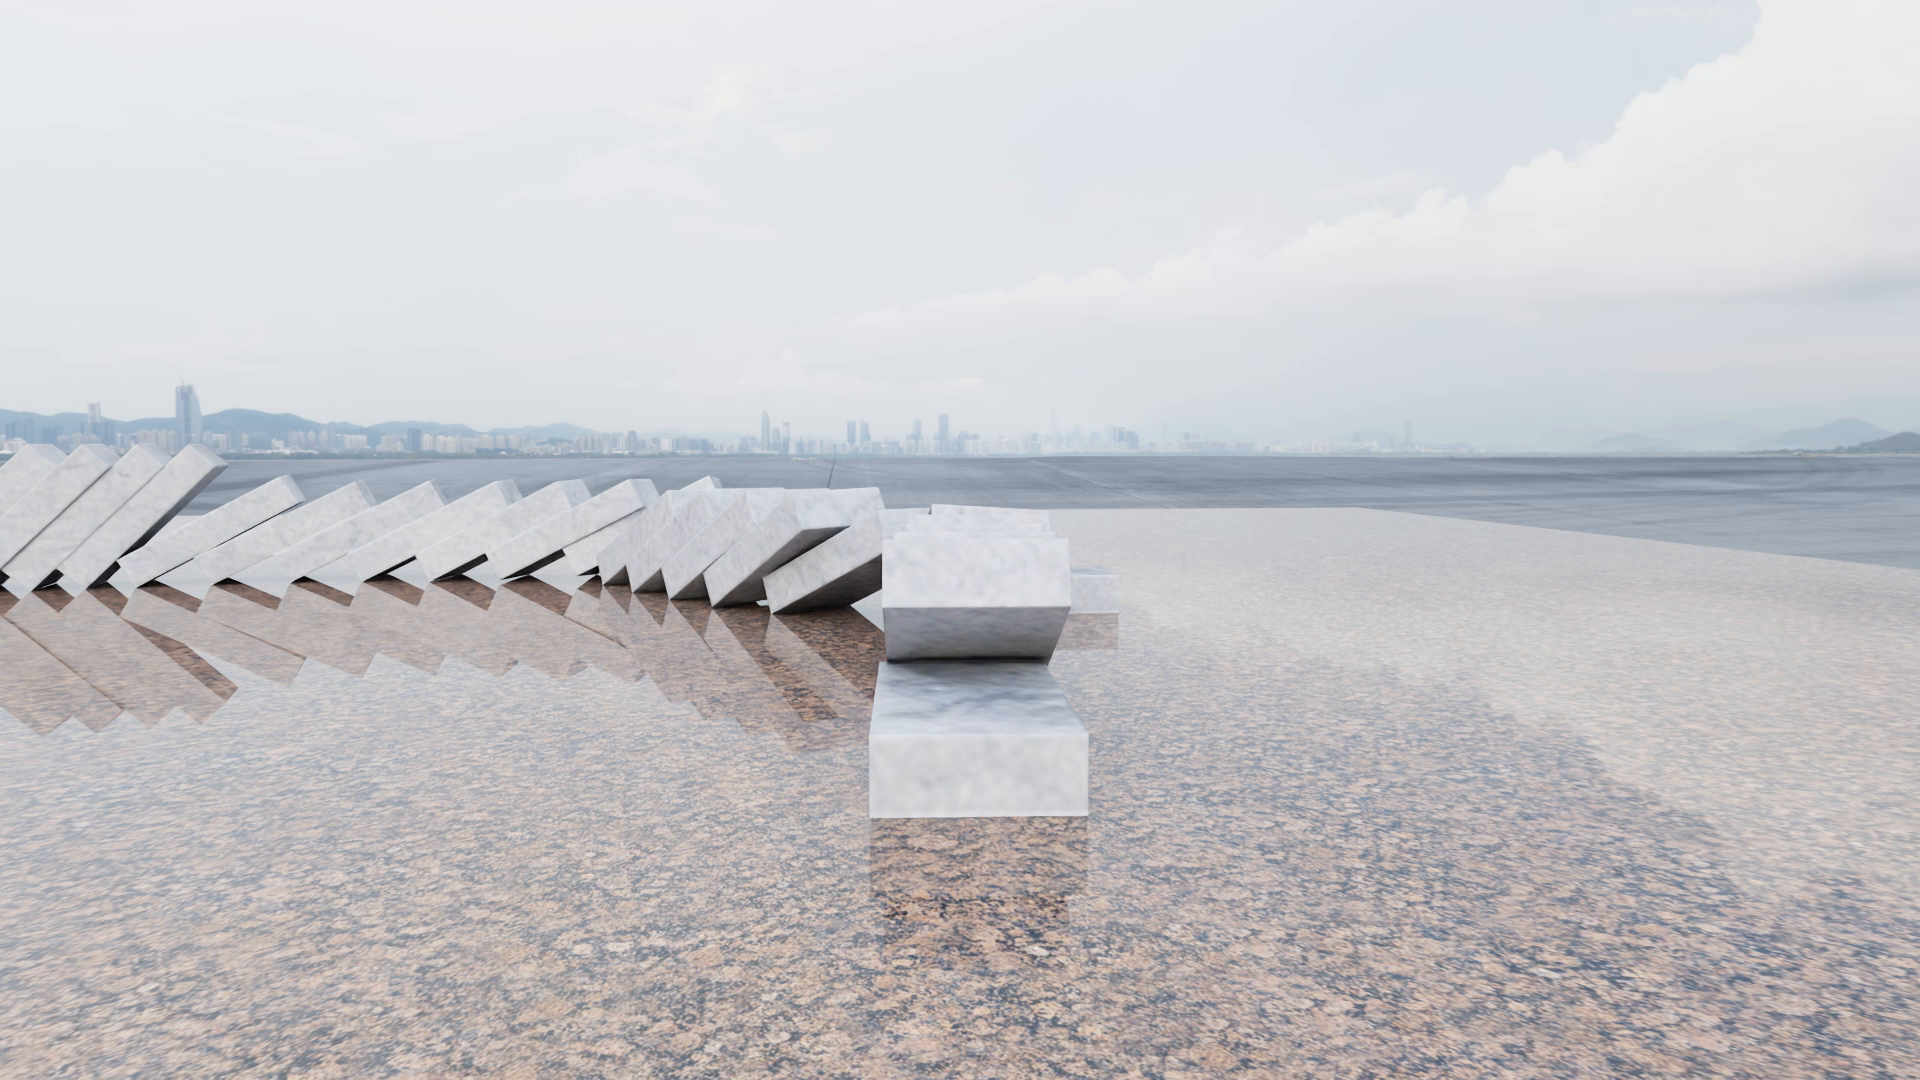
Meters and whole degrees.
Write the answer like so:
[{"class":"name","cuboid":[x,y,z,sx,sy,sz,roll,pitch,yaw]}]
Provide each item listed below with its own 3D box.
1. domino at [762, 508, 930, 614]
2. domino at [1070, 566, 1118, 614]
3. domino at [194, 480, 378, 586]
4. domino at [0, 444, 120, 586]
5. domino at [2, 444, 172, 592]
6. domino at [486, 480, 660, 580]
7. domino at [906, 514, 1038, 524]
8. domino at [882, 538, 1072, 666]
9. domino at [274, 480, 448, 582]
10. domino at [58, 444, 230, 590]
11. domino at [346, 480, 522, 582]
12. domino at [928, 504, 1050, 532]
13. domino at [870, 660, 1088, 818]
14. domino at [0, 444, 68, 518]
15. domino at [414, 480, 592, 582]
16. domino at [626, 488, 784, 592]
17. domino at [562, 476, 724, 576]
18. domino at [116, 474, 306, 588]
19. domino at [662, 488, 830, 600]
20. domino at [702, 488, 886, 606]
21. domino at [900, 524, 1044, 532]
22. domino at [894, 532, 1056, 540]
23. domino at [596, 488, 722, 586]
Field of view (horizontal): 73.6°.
[{"class":"domino","cuboid":[-0.024,0.005,0.313,0.025,0.010,0.050,-4,-16,-43]},{"class":"domino","cuboid":[0.014,0.013,0.334,0.050,0.009,0.025,0,4,-5]},{"class":"domino","cuboid":[-0.211,-0.003,0.404,0.050,0.009,0.025,-29,13,-15]},{"class":"domino","cuboid":[-0.271,-0.007,0.378,0.009,0.050,0.025,45,-12,-18]},{"class":"domino","cuboid":[-0.259,-0.008,0.384,0.010,0.050,0.025,45,-12,-18]},{"class":"domino","cuboid":[-0.121,-0.004,0.404,0.050,0.009,0.025,-27,2,3]},{"class":"domino","cuboid":[0.001,0.008,0.266,0.025,0.009,0.050,0,-19,-3]},{"class":"domino","cuboid":[0.001,0.013,0.194,0.025,0.010,0.050,0,-20,-2]},{"class":"domino","cuboid":[-0.190,-0.004,0.409,0.050,0.009,0.025,-29,12,-15]},{"class":"domino","cuboid":[-0.247,-0.008,0.390,0.009,0.050,0.025,45,-12,-18]},{"class":"domino","cuboid":[-0.166,-0.004,0.409,0.050,0.010,0.025,-27,7,-4]},{"class":"domino","cuboid":[0.002,0.006,0.288,0.025,0.010,0.050,3,-20,-9]},{"class":"domino","cuboid":[0.001,0.025,0.171,0.025,0.010,0.050,0,4,-2]},{"class":"domino","cuboid":[-0.283,-0.007,0.373,0.010,0.050,0.025,45,-12,-18]},{"class":"domino","cuboid":[-0.143,-0.003,0.406,0.050,0.010,0.025,-27,3,3]},{"class":"domino","cuboid":[-0.071,0.000,0.359,0.025,0.010,0.050,-4,-21,-41]},{"class":"domino","cuboid":[-0.098,-0.004,0.407,0.050,0.010,0.025,-27,1,-2]},{"class":"domino","cuboid":[-0.230,-0.003,0.397,0.050,0.010,0.025,-32,15,-16]},{"class":"domino","cuboid":[-0.057,0.001,0.342,0.025,0.010,0.050,-4,-21,-41]},{"class":"domino","cuboid":[-0.042,0.002,0.324,0.025,0.010,0.050,-6,-20,-39]},{"class":"domino","cuboid":[0.001,0.010,0.243,0.025,0.010,0.050,0,-19,-2]},{"class":"domino","cuboid":[0.001,0.012,0.219,0.025,0.009,0.050,0,-20,-2]},{"class":"domino","cuboid":[-0.085,-0.001,0.378,0.025,0.010,0.050,-4,-19,-41]}]
